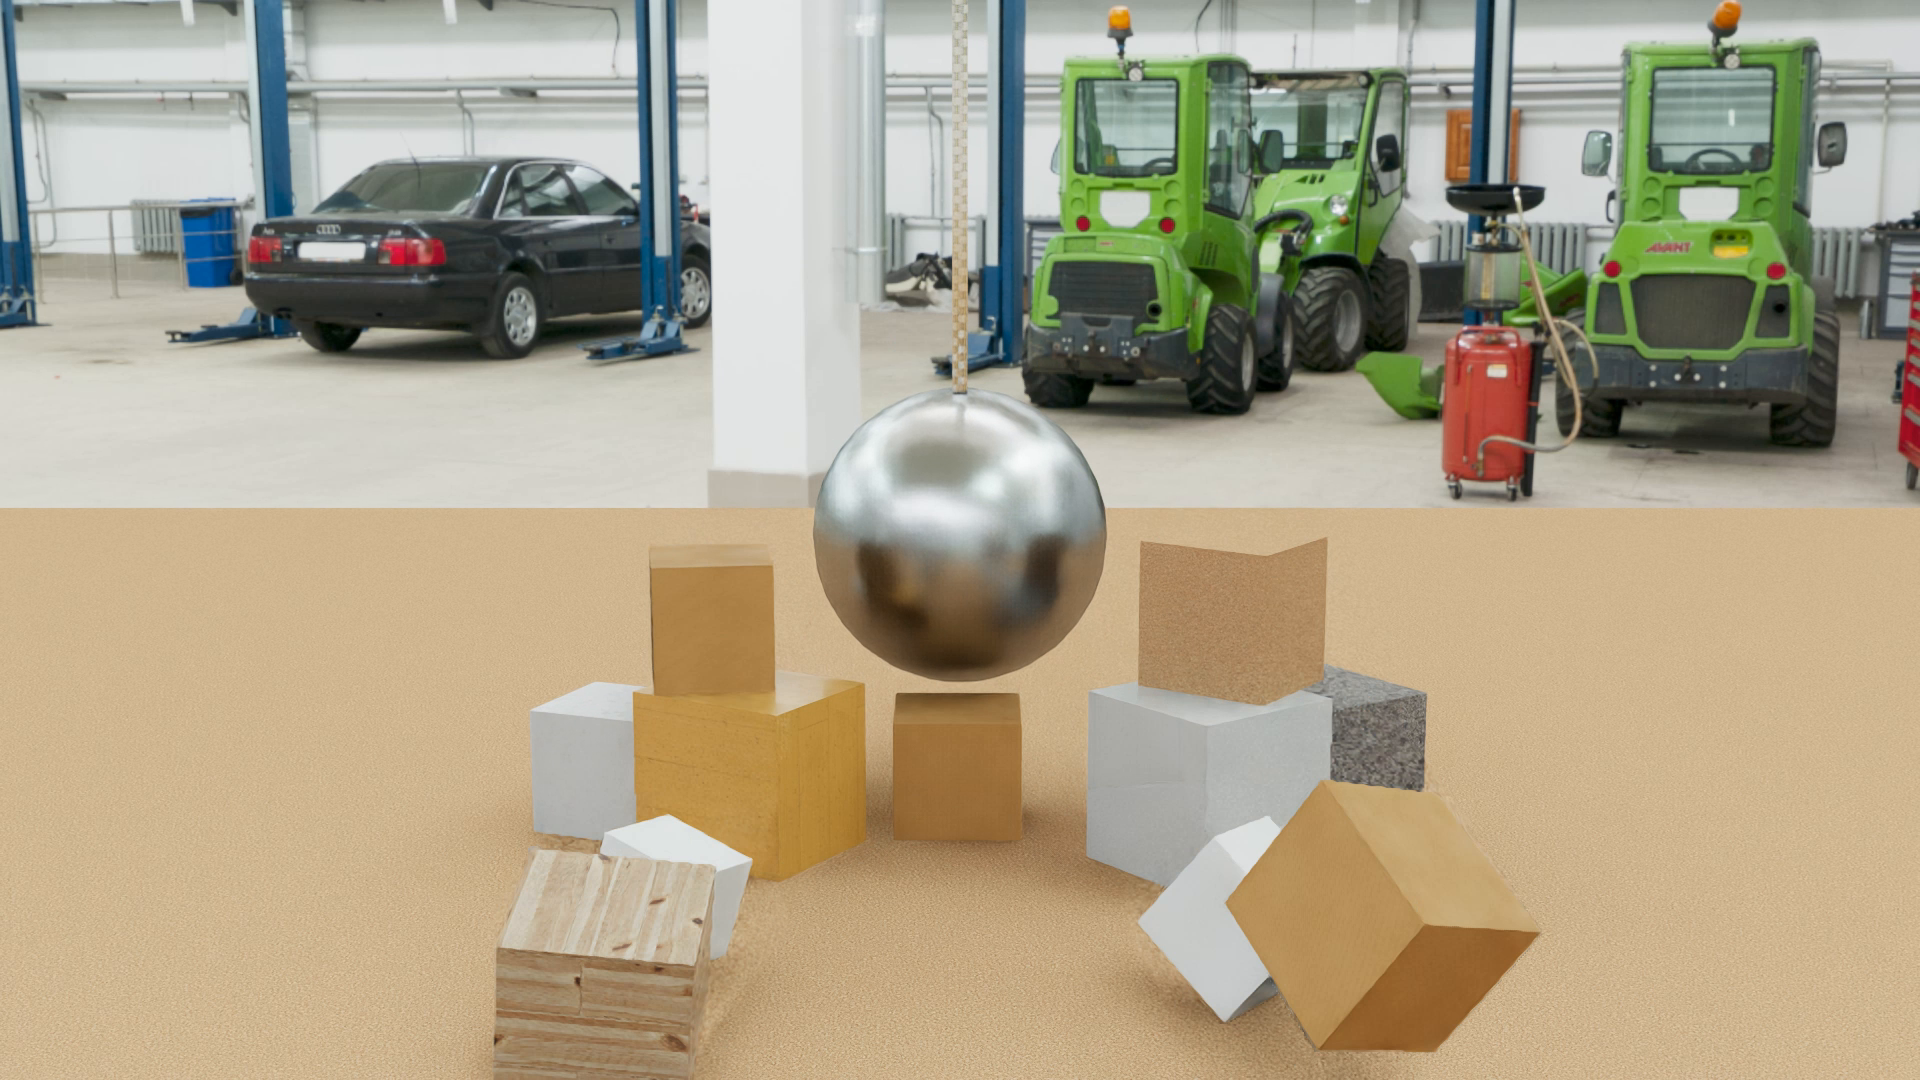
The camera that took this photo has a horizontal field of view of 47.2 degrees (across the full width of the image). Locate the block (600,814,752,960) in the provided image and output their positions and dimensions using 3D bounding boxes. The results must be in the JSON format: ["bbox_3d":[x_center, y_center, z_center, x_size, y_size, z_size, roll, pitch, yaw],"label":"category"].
[{"bbox_3d":[-1.262,1.524,9.453,0.477,0.463,0.440,23,15,26],"label":"block"}]

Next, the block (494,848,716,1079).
[{"bbox_3d":[-1.327,1.633,8.279,0.707,0.617,0.663,6,24,-2],"label":"block"}]

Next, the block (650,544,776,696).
[{"bbox_3d":[-1.250,0.390,11.048,0.593,0.635,0.597,-2,10,-9],"label":"block"}]

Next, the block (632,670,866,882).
[{"bbox_3d":[-1.046,1.137,11.010,0.880,0.823,0.745,6,12,31],"label":"block"}]

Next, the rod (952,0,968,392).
[{"bbox_3d":[0.000,-3.271,10.917,0.080,5.200,0.080,0,18,0],"label":"rod"}]

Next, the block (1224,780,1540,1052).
[{"bbox_3d":[1.571,1.413,8.238,0.655,0.667,0.712,11,34,-38],"label":"block"}]

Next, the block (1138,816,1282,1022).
[{"bbox_3d":[1.167,1.534,8.952,0.532,0.522,0.497,48,27,21],"label":"block"}]

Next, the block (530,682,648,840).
[{"bbox_3d":[-1.762,1.152,11.433,0.670,0.643,0.650,4,11,21],"label":"block"}]

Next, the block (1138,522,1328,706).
[{"bbox_3d":[1.348,0.352,10.868,0.694,0.727,0.637,7,13,35],"label":"block"}]

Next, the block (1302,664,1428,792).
[{"bbox_3d":[1.836,1.120,11.310,0.739,0.751,0.790,-7,12,-33],"label":"block"}]

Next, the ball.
[{"bbox_3d":[0.000,-0.029,11.941,1.600,1.600,1.600,0,10,0],"label":"ball"}]

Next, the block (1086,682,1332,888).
[{"bbox_3d":[1.214,1.169,10.772,0.837,0.846,0.835,-8,13,-37],"label":"block"}]

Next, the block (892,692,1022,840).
[{"bbox_3d":[-0.013,1.170,11.424,0.648,0.611,0.633,0,10,0],"label":"block"}]
